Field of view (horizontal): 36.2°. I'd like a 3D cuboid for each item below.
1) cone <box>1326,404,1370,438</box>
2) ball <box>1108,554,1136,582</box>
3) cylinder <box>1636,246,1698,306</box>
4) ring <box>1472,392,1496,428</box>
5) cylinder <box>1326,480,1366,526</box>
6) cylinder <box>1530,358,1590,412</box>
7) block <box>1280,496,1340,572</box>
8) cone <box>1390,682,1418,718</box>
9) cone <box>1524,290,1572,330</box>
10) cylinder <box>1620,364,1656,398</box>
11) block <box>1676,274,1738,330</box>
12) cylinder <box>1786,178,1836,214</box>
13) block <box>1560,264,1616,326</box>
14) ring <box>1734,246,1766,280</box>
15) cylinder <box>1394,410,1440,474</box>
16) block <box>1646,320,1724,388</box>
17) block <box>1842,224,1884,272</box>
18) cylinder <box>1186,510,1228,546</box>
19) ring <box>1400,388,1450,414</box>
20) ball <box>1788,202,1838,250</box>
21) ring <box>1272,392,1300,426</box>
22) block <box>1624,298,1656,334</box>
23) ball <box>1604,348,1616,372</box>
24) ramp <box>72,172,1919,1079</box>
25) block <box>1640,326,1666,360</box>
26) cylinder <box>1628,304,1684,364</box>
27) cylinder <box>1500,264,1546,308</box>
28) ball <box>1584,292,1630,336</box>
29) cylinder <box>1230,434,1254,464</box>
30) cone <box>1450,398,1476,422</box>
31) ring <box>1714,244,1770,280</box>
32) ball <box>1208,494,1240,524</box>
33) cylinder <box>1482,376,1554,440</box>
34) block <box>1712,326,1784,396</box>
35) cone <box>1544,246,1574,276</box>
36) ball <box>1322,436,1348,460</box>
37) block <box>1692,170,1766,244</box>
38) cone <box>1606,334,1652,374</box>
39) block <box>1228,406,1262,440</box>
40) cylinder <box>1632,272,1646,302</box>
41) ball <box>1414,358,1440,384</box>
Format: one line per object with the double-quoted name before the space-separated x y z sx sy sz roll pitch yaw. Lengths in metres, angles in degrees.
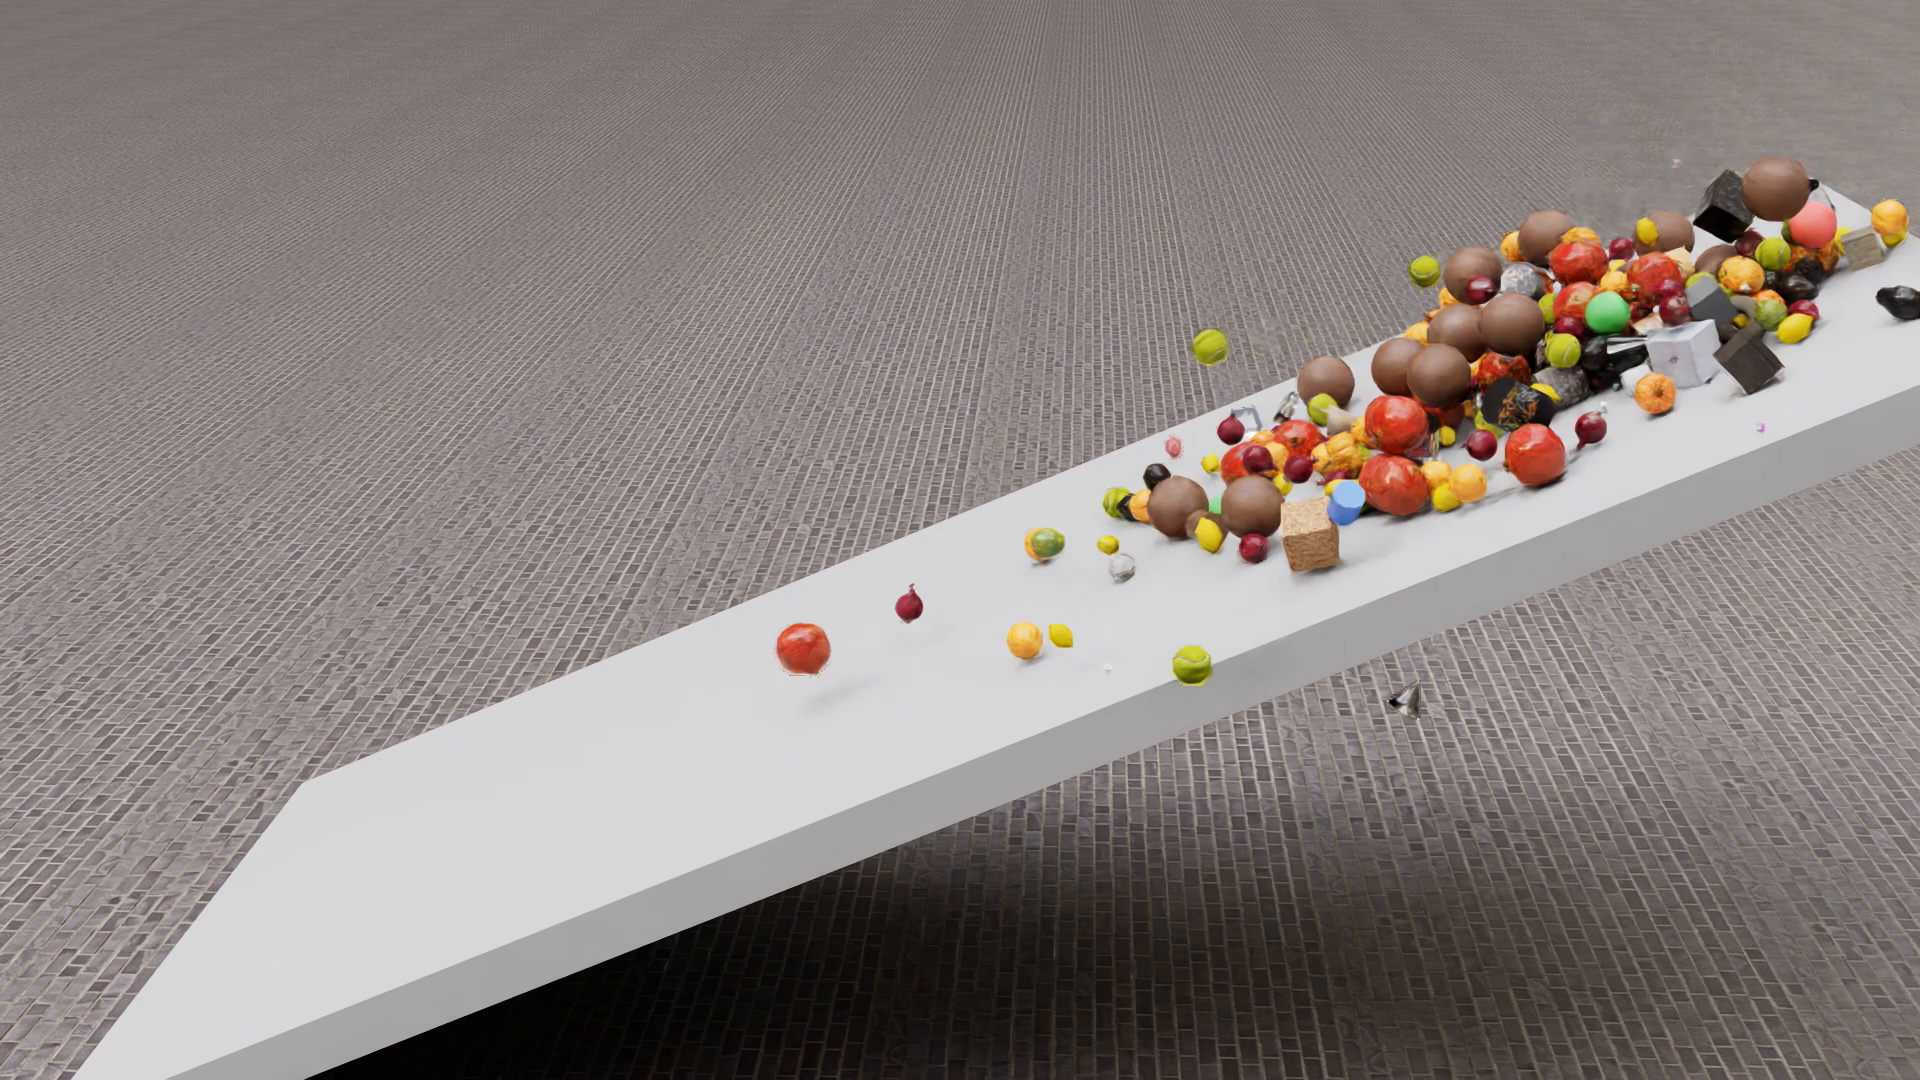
"cone" 0.844 -0.248 6.356 0.095 0.095 0.095 2 15 10
"ball" 0.332 0.056 6.024 0.056 0.056 0.056 0 15 0
"cylinder" 1.446 -0.538 6.009 0.098 0.098 0.098 -19 13 7
"ring" 1.060 -0.262 5.933 0.028 0.083 0.083 -29 4 23
"cylinder" 0.711 -0.069 5.419 0.060 0.060 0.060 3 59 -5
"cylinder" 1.197 -0.307 5.867 0.087 0.087 0.087 -24 17 -2
"block" 0.653 -0.011 5.488 0.092 0.092 0.092 -10 41 13
"cone" 0.724 0.249 4.722 0.052 0.052 0.052 28 -15 8
"cone" 1.272 -0.494 6.382 0.098 0.098 0.098 -11 13 11
"cylinder" 1.321 -0.311 5.735 0.053 0.053 0.053 -23 14 5
"block" 1.451 -0.455 5.706 0.073 0.073 0.073 -37 23 10
"cylinder" 1.813 -0.715 6.267 0.077 0.077 0.077 -31 24 15
"block" 1.314 -0.511 6.143 0.088 0.088 0.088 -6 30 26
"ring" 1.665 -0.585 6.202 0.080 0.080 0.027 -9 40 -32
"cylinder" 0.906 -0.193 5.837 0.091 0.091 0.091 -4 37 3
"block" 1.398 -0.357 5.664 0.096 0.096 0.096 -1 25 47
"block" 1.822 -0.589 5.937 0.065 0.065 0.065 -19 13 23
"cylinder" 0.505 -0.025 6.018 0.067 0.067 0.067 -5 7 -17
"ring" 0.996 -0.292 6.295 0.113 0.038 0.113 -22 14 6
"ball" 1.716 -0.633 5.913 0.095 0.095 0.095 0 15 0
"ring" 0.697 -0.279 6.287 0.027 0.082 0.082 31 14 -5
"block" 1.422 -0.461 6.150 0.062 0.062 0.062 -24 13 -1
"ball" 1.332 -0.371 5.929 0.068 0.068 0.068 0 15 0
"ramp" 0.129 0.171 6.286 4.000 0.100 2.000 -22 13 8
"block" 1.380 -0.389 5.797 0.055 0.055 0.055 -3 11 37
"cylinder" 1.398 -0.412 5.880 0.087 0.087 0.087 -30 17 -1
"cylinder" 1.216 -0.548 6.354 0.079 0.079 0.079 8 -4 27
"ball" 1.292 -0.450 5.868 0.089 0.089 0.089 0 15 0
"cylinder" 0.624 -0.201 6.521 0.050 0.050 0.050 1 -21 6
"cone" 1.035 -0.273 6.070 0.051 0.051 0.051 7 16 26
"ring" 1.673 -0.596 6.295 0.126 0.042 0.126 -24 14 6
"ball" 0.548 -0.063 6.108 0.063 0.063 0.063 0 15 0
"cylinder" 1.039 -0.245 5.481 0.093 0.093 0.093 21 4 -28
"block" 1.460 -0.333 5.446 0.081 0.081 0.081 -43 10 12
"cone" 1.285 -0.579 6.247 0.067 0.067 0.067 -24 23 11
"ball" 0.794 -0.196 6.233 0.051 0.051 0.051 0 15 0
"block" 1.557 -0.674 5.957 0.091 0.091 0.091 29 -24 -1
"cone" 1.333 -0.377 5.745 0.096 0.096 0.096 -14 -9 -42
"block" 0.636 -0.257 6.559 0.053 0.053 0.053 -12 60 -13
"cylinder" 1.487 -0.550 6.359 0.058 0.058 0.058 -5 -12 -1
"ball" 0.959 -0.349 6.042 0.054 0.054 0.054 0 15 0
